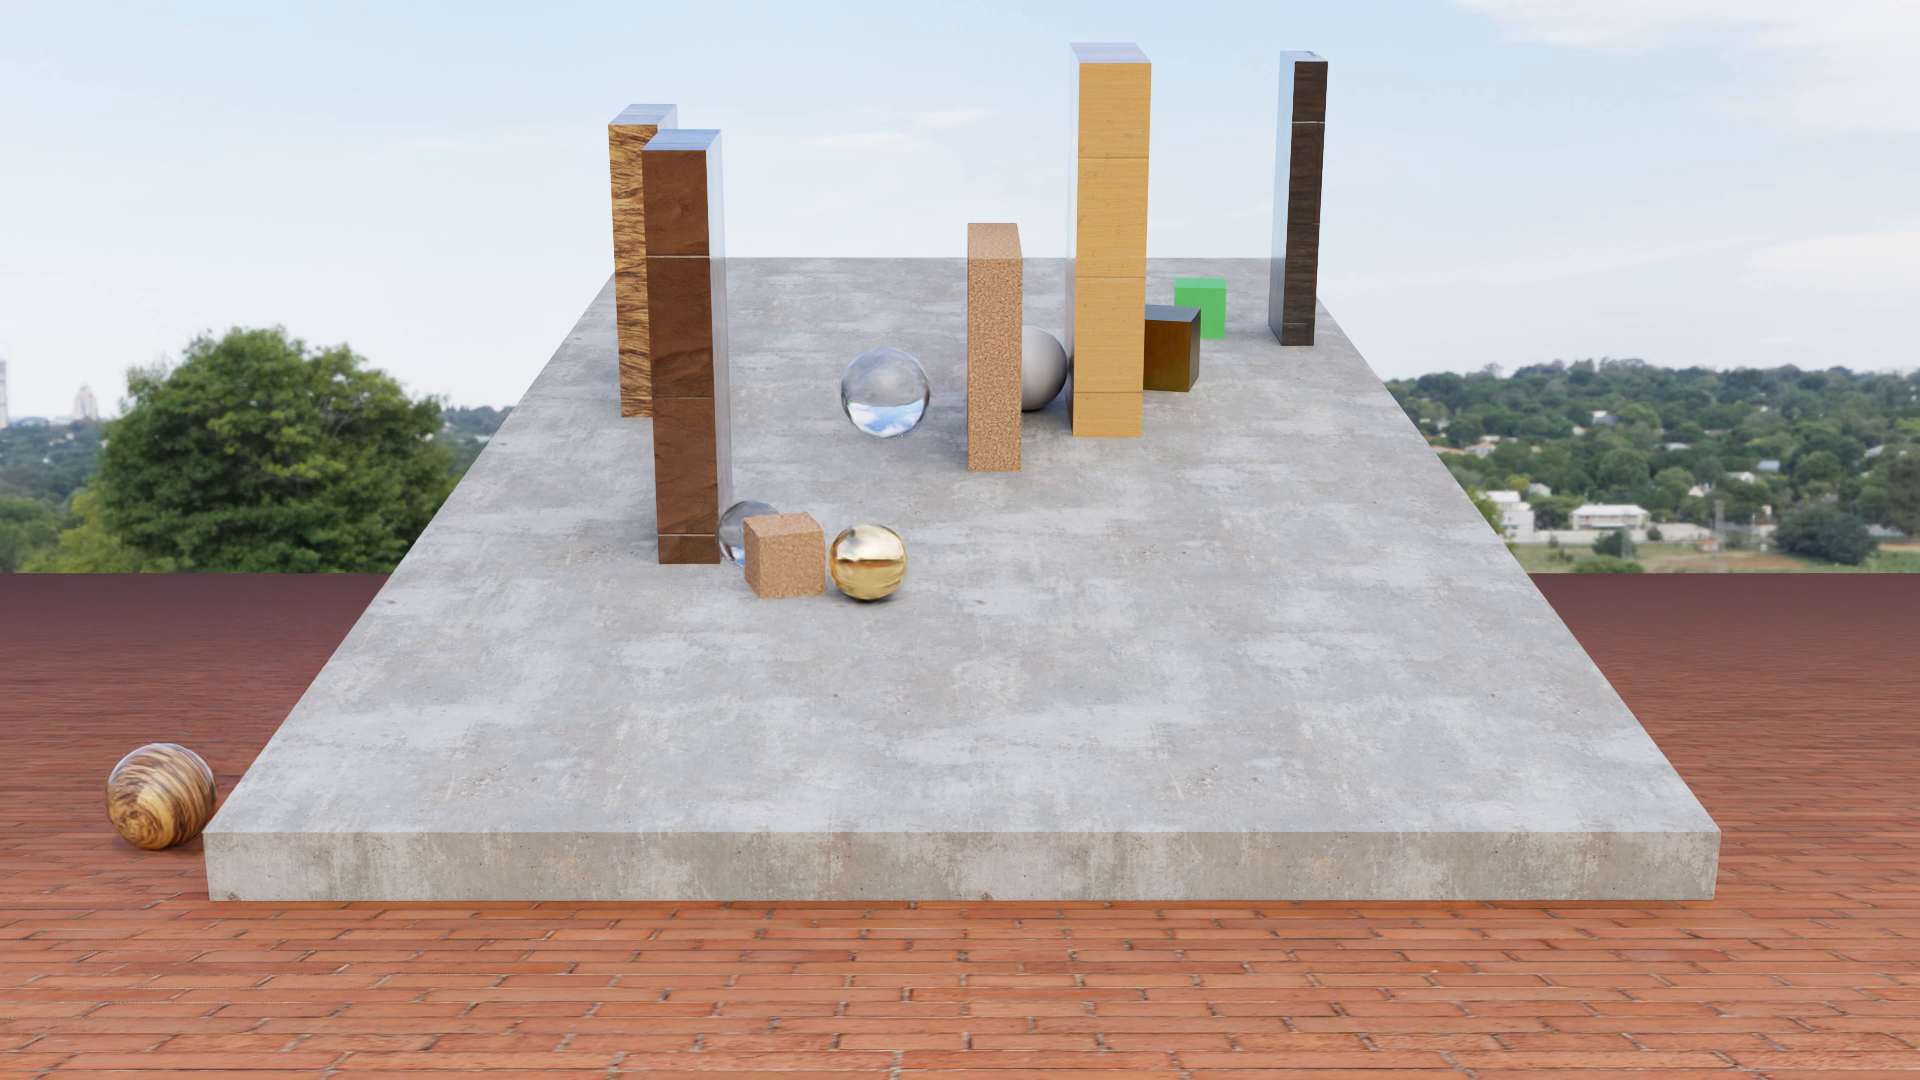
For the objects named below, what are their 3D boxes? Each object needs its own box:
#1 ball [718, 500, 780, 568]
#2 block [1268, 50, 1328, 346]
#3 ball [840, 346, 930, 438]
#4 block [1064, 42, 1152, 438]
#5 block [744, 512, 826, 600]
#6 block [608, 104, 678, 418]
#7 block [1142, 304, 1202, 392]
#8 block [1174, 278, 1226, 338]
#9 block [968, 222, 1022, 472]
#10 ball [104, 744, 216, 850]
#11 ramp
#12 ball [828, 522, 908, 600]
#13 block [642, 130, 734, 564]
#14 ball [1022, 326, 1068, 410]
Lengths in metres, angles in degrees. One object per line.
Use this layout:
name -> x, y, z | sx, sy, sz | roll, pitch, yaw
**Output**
ball -> -0.367, -0.009, 3.955 | 0.122, 0.122, 0.122 | 0, -1, 0
block -> 0.850, -0.862, 5.642 | 0.081, 0.705, 0.251 | 0, 18, 0
ball -> -0.160, -0.316, 4.783 | 0.194, 0.194, 0.194 | 0, -1, 0
block -> 0.316, -0.662, 4.886 | 0.147, 0.791, 0.426 | 0, 18, 0
block -> -0.303, 0.027, 3.858 | 0.114, 0.114, 0.114 | -6, 19, -18
block -> -0.698, -0.633, 5.030 | 0.106, 0.644, 0.356 | 0, 18, 0
block -> 0.469, -0.452, 5.248 | 0.167, 0.167, 0.167 | 4, 19, 13
block -> 0.616, -0.597, 5.753 | 0.131, 0.131, 0.131 | 2, 18, 5
block -> 0.070, -0.411, 4.683 | 0.107, 0.438, 0.410 | 0, 18, 0
ball -> -1.257, 0.403, 3.522 | 0.166, 0.166, 0.166 | 0, -1, 0
ramp -> -0.004, -0.187, 4.862 | 2.000, 0.100, 4.000 | 0, 18, 0
ball -> -0.156, 0.036, 3.799 | 0.134, 0.134, 0.134 | 0, -1, 0
block -> -0.483, -0.347, 4.004 | 0.109, 0.735, 0.263 | 0, 18, 0
ball -> 0.147, -0.385, 5.004 | 0.190, 0.190, 0.190 | 0, -1, 0
